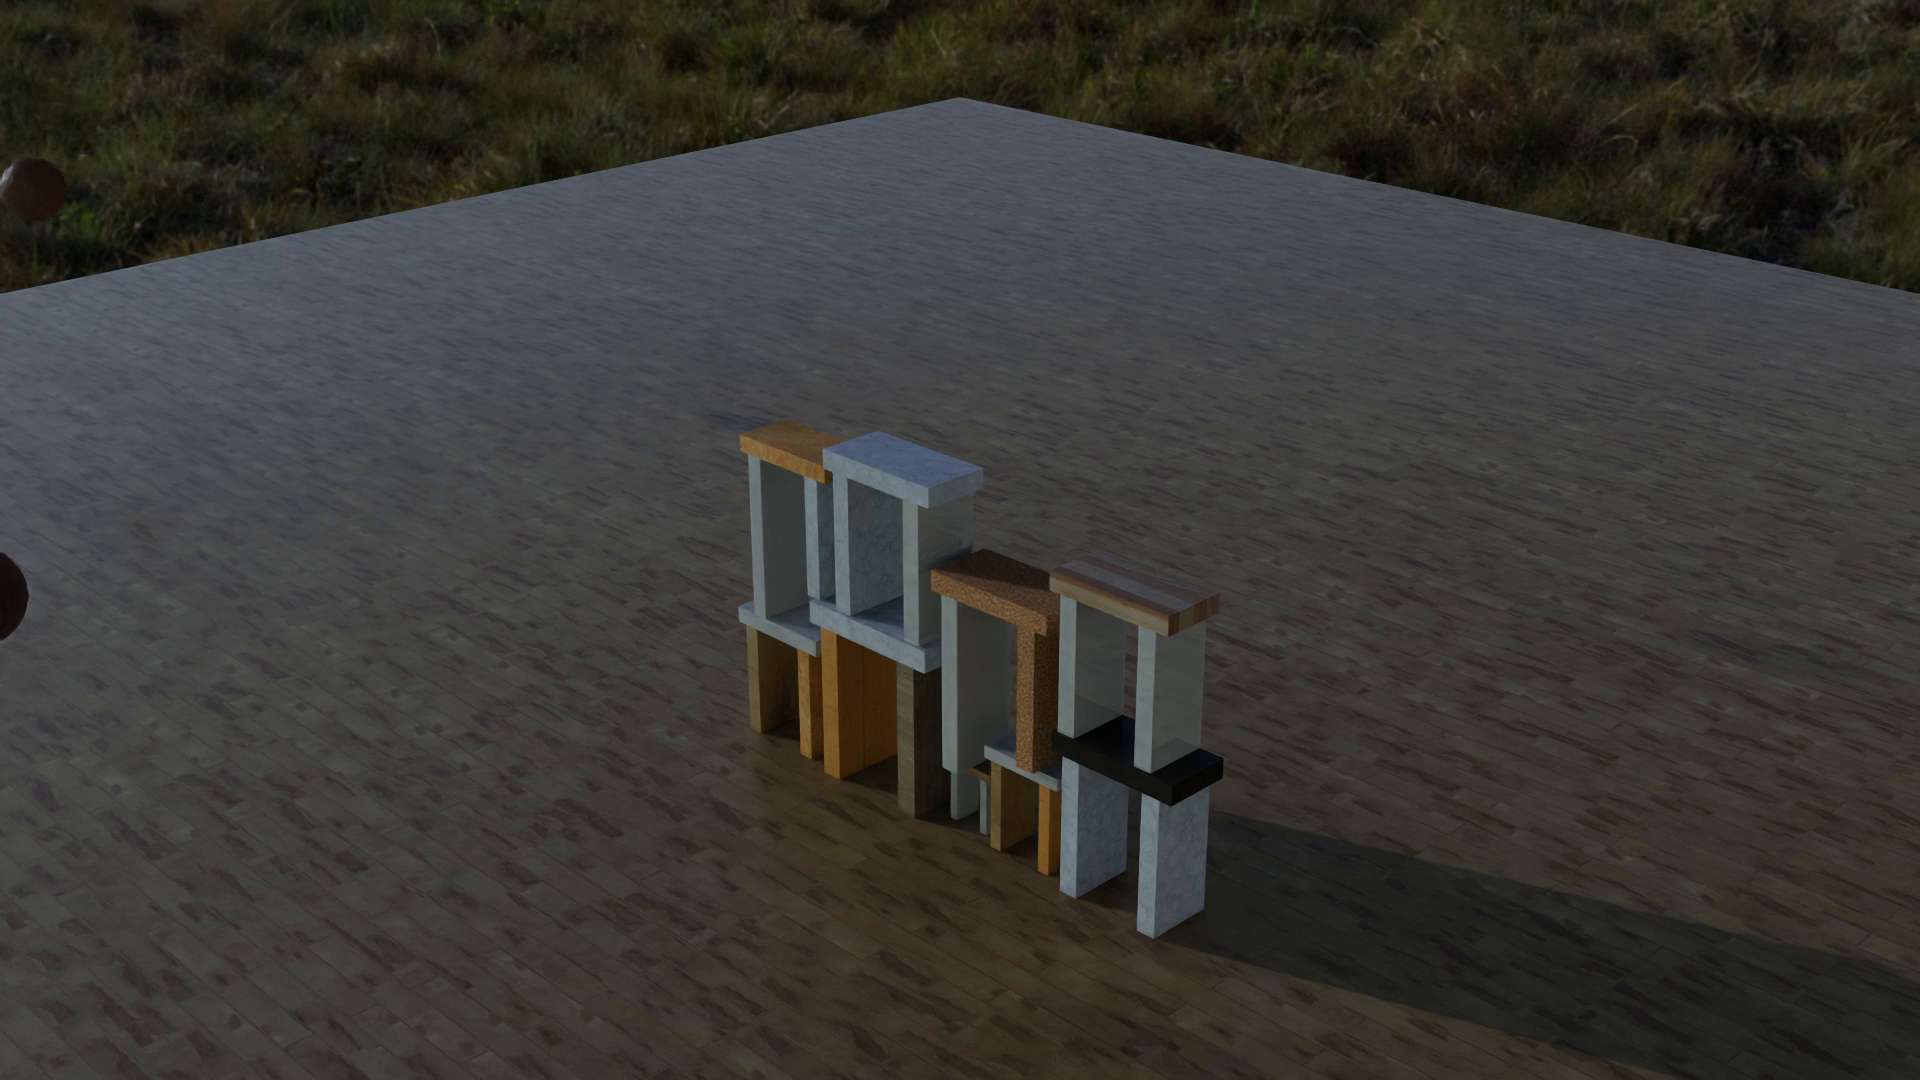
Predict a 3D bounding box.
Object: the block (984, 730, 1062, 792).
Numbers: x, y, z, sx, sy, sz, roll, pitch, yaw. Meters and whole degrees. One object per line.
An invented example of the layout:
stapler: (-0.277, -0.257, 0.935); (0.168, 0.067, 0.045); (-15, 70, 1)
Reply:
block: (0.149, 0.424, 4.237); (0.192, 0.027, 0.096); (21, 31, 41)

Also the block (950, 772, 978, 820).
block: (0.009, 0.498, 4.430); (0.062, 0.123, 0.017); (-21, 31, -41)

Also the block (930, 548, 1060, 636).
block: (0.103, 0.097, 4.158); (0.297, 0.042, 0.148); (21, 31, 40)

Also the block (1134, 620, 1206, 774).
block: (0.376, 0.265, 3.933); (0.140, 0.279, 0.040); (-21, 31, -41)

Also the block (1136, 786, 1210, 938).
block: (0.392, 0.573, 4.039); (0.041, 0.290, 0.145); (21, 31, 41)

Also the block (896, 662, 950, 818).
block: (-0.049, 0.377, 4.441); (0.048, 0.337, 0.168); (21, 31, 41)

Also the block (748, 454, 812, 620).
block: (-0.376, -0.022, 4.623); (0.131, 0.363, 0.037); (-21, 31, -41)

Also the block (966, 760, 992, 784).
block: (0.037, 0.445, 4.374); (0.062, 0.017, 0.123); (-21, 31, -40)

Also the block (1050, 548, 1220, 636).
block: (0.310, 0.092, 3.931); (0.140, 0.040, 0.279); (-21, 31, -41)

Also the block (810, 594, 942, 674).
block: (-0.128, 0.169, 4.439); (0.337, 0.048, 0.168); (21, 31, 41)

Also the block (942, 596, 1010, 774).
block: (0.032, 0.262, 4.303); (0.042, 0.375, 0.148); (21, 31, 40)

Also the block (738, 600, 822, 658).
block: (-0.342, 0.175, 4.666); (0.124, 0.035, 0.248); (-21, 31, -41)

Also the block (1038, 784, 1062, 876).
block: (0.194, 0.542, 4.238); (0.027, 0.192, 0.096); (21, 31, 41)

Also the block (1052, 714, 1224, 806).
block: (0.324, 0.394, 4.037); (0.290, 0.041, 0.145); (21, 31, 41)

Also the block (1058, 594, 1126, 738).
block: (0.244, 0.213, 4.054); (0.040, 0.279, 0.139); (21, 31, 41)

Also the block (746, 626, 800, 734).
block: (-0.400, 0.283, 4.776); (0.035, 0.248, 0.124); (21, 31, 41)

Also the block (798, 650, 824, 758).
block: (-0.283, 0.329, 4.668); (0.035, 0.248, 0.124); (21, 31, 41)

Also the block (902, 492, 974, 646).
block: (-0.042, 0.045, 4.290); (0.042, 0.298, 0.149); (21, 31, 41)

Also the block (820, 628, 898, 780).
block: (-0.208, 0.315, 4.587); (0.048, 0.337, 0.168); (21, 31, 41)

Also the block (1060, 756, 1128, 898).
block: (0.256, 0.520, 4.165); (0.041, 0.290, 0.145); (21, 31, 41)

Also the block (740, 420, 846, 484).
block: (-0.314, -0.182, 4.489); (0.262, 0.037, 0.131); (21, 31, 41)

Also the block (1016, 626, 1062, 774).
block: (0.174, 0.280, 4.161); (0.042, 0.297, 0.148); (21, 31, 41)

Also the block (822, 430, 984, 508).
block: (-0.112, -0.139, 4.289); (0.298, 0.042, 0.149); (21, 31, 41)

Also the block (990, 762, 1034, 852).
block: (0.104, 0.507, 4.321); (0.027, 0.192, 0.096); (21, 31, 41)

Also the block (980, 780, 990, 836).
block: (0.068, 0.521, 4.376); (0.062, 0.123, 0.017); (-21, 31, -40)

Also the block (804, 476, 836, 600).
block: (-0.253, -0.021, 4.490); (0.037, 0.262, 0.131); (21, 31, 41)

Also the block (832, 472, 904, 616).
block: (-0.183, -0.010, 4.420); (0.042, 0.298, 0.149); (21, 31, 41)
